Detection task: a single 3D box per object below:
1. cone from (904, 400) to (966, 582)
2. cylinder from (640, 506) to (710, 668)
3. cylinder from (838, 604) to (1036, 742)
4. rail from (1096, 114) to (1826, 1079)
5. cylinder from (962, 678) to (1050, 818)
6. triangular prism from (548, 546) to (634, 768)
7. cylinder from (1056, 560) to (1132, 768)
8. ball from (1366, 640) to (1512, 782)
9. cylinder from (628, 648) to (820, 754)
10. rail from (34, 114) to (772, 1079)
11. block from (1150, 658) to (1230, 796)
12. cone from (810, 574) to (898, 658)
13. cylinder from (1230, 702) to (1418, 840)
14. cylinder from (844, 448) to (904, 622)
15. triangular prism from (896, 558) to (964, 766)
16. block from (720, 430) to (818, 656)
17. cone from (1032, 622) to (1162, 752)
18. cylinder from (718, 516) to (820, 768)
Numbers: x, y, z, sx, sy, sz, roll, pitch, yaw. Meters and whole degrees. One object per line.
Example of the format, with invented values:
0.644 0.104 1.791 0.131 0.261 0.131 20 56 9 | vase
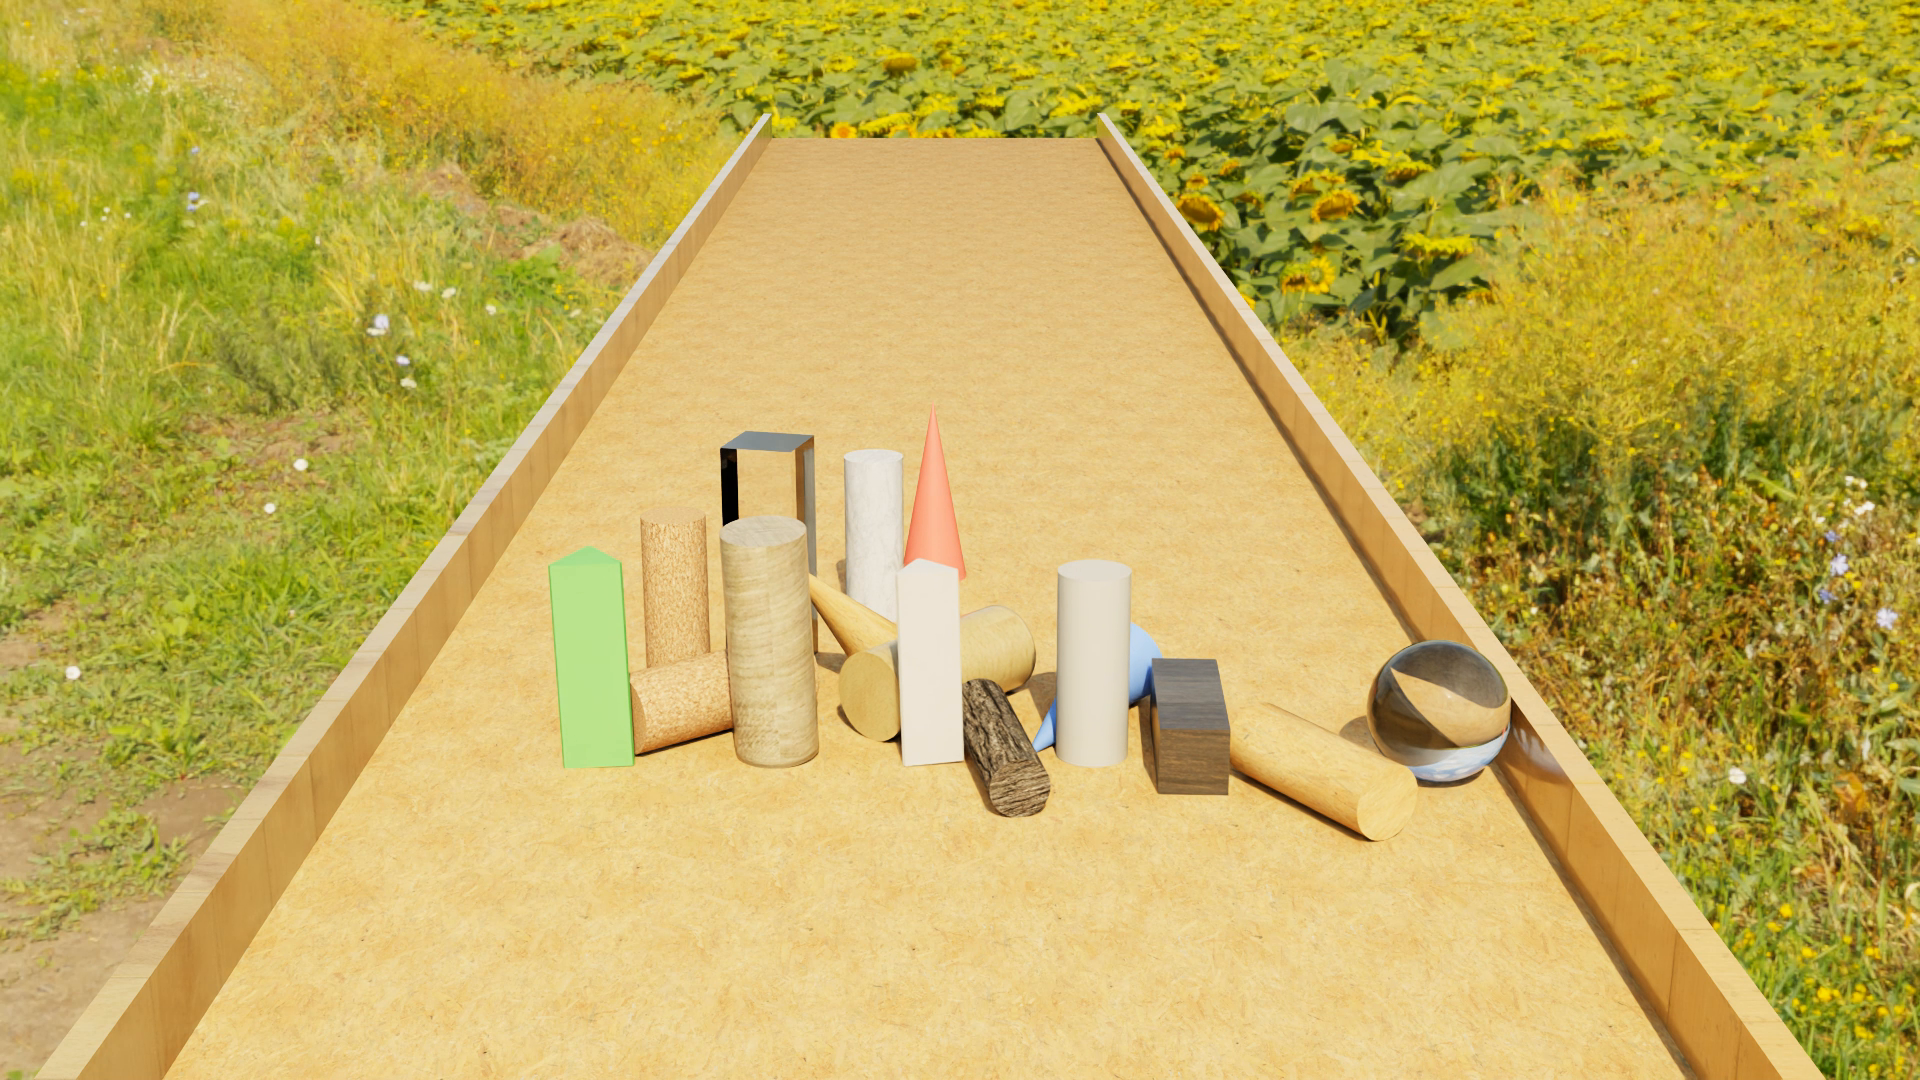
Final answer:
-0.059 -0.115 4.900 0.148 0.407 0.148 0 17 0 | cone
-0.529 0.136 4.105 0.120 0.379 0.120 0 17 0 | cylinder
-0.039 0.245 4.112 0.167 0.167 0.365 14 22 40 | cylinder
0.932 -0.844 7.801 0.050 0.150 12.000 0 17 -1 | rail
0.067 0.358 3.841 0.104 0.104 0.394 -3 17 -9 | cylinder
-0.645 0.205 3.874 0.124 0.375 0.107 -2 17 -5 | triangular prism
0.236 0.218 3.890 0.130 0.344 0.130 0 17 0 | cylinder
0.827 0.295 3.800 0.247 0.247 0.247 0 17 0 | ball
-0.452 0.279 4.035 0.374 0.144 0.144 -13 21 -37 | cylinder
-1.118 -0.838 7.780 0.050 0.150 12.000 0 17 -1 | rail
0.406 0.328 3.914 0.120 0.120 0.358 1 17 2 | block
-0.235 0.133 4.195 0.134 0.330 0.134 -30 33 23 | cone
0.605 0.385 3.699 0.131 0.131 0.333 -10 19 -30 | cylinder
-0.180 -0.007 4.633 0.123 0.351 0.123 0 17 0 | cylinder
-0.060 0.213 3.889 0.108 0.350 0.093 -4 15 -9 | triangular prism
-0.375 0.025 4.350 0.143 0.452 0.143 4 17 14 | block
0.213 0.307 4.048 0.172 0.172 0.371 11 33 32 | cone
-0.333 0.180 3.863 0.150 0.420 0.150 -2 22 1 | cylinder
